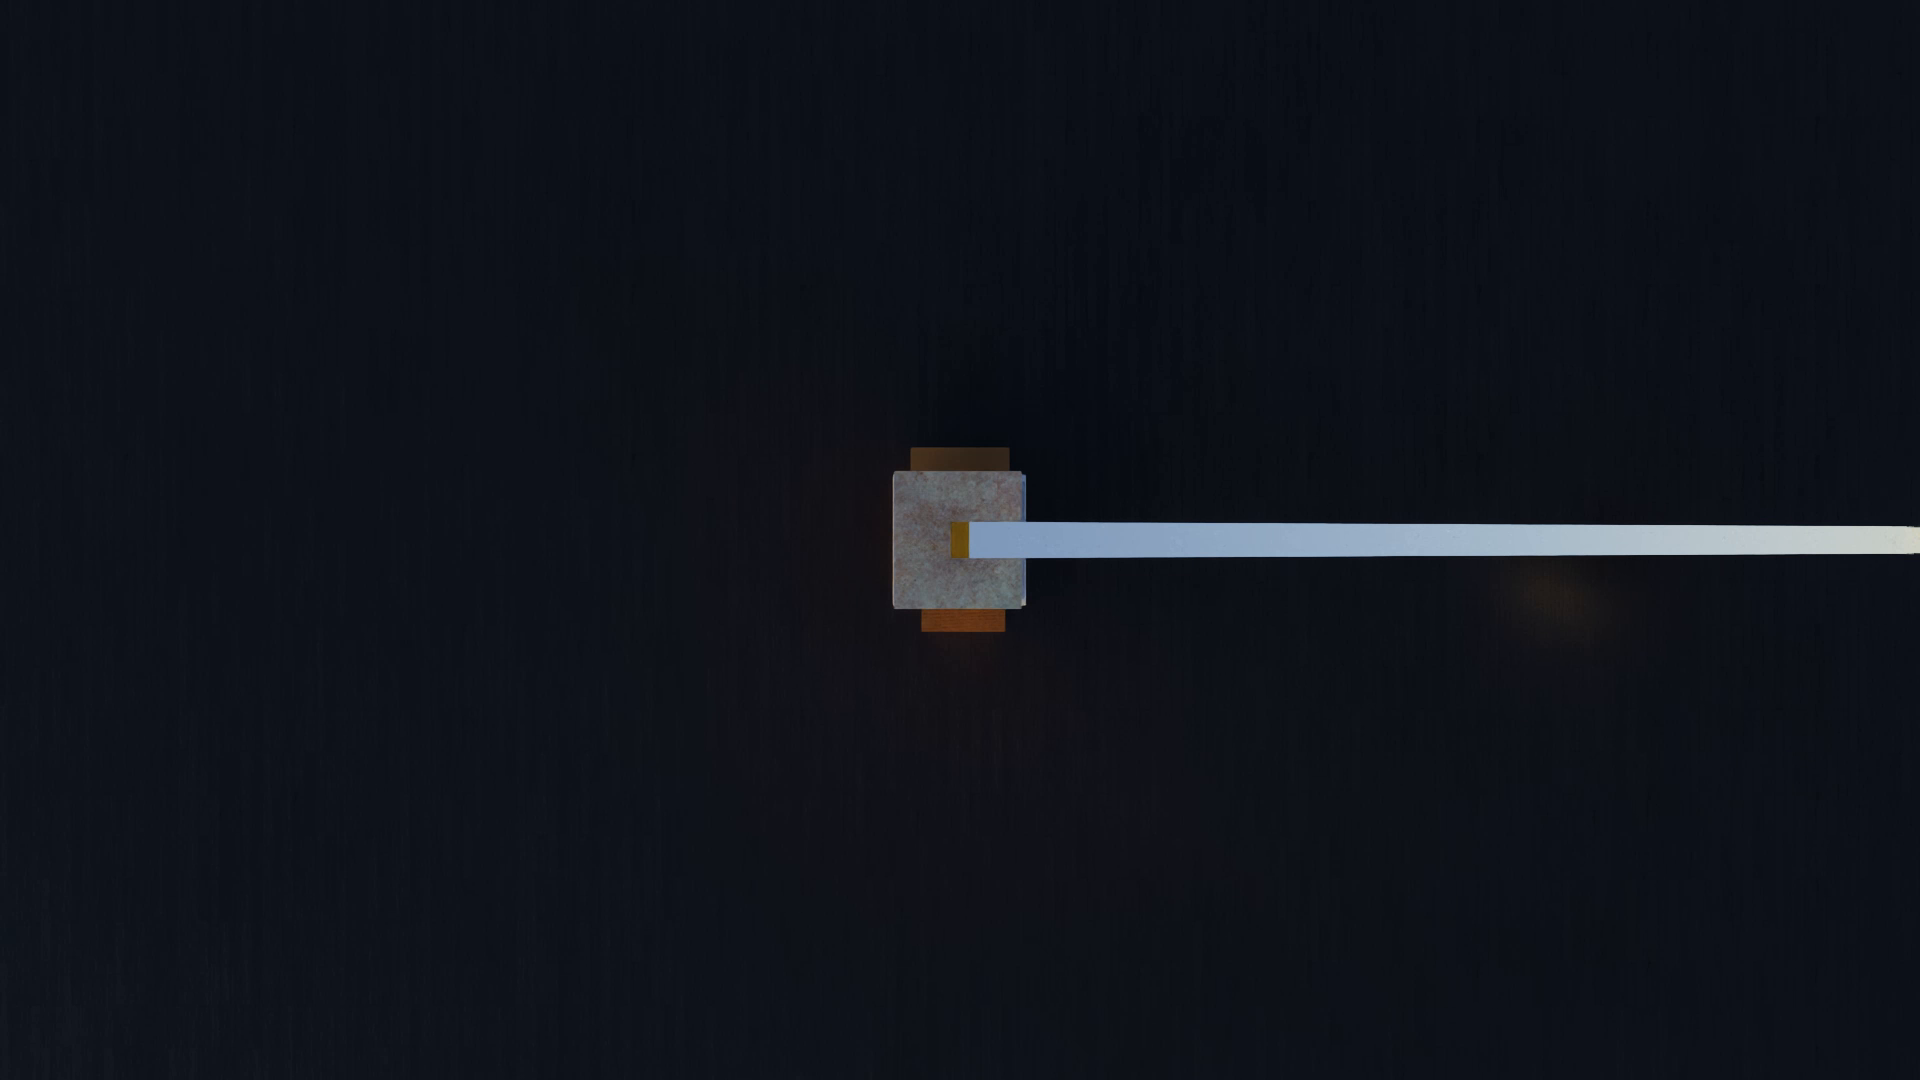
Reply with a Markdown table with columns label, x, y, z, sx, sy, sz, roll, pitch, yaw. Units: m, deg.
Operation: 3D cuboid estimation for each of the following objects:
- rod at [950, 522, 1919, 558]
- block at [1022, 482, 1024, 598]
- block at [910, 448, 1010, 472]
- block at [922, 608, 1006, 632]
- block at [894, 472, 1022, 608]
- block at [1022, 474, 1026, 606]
| label | x | y | z | sx | sy | sz | roll | pitch | yaw |
| --- | --- | --- | --- | --- | --- | --- | --- | --- | --- |
| rod | 2.234 | 0.000 | 6.202 | 5.200 | 0.080 | 0.080 | 0 | 90 | -31 |
| block | -0.005 | 0.000 | 10.534 | 0.614 | 0.539 | 0.545 | 0 | 90 | 0 |
| block | 0.001 | -0.253 | 12.721 | 0.558 | 0.557 | 0.540 | 0 | 90 | 0 |
| block | 0.019 | 0.275 | 12.771 | 0.479 | 0.457 | 0.496 | 0 | 90 | 0 |
| block | -0.009 | 0.000 | 9.688 | 0.546 | 0.471 | 0.593 | 0 | 90 | 0 |
| block | -0.002 | 0.000 | 11.086 | 0.653 | 0.565 | 0.641 | 0 | 90 | 0 |
